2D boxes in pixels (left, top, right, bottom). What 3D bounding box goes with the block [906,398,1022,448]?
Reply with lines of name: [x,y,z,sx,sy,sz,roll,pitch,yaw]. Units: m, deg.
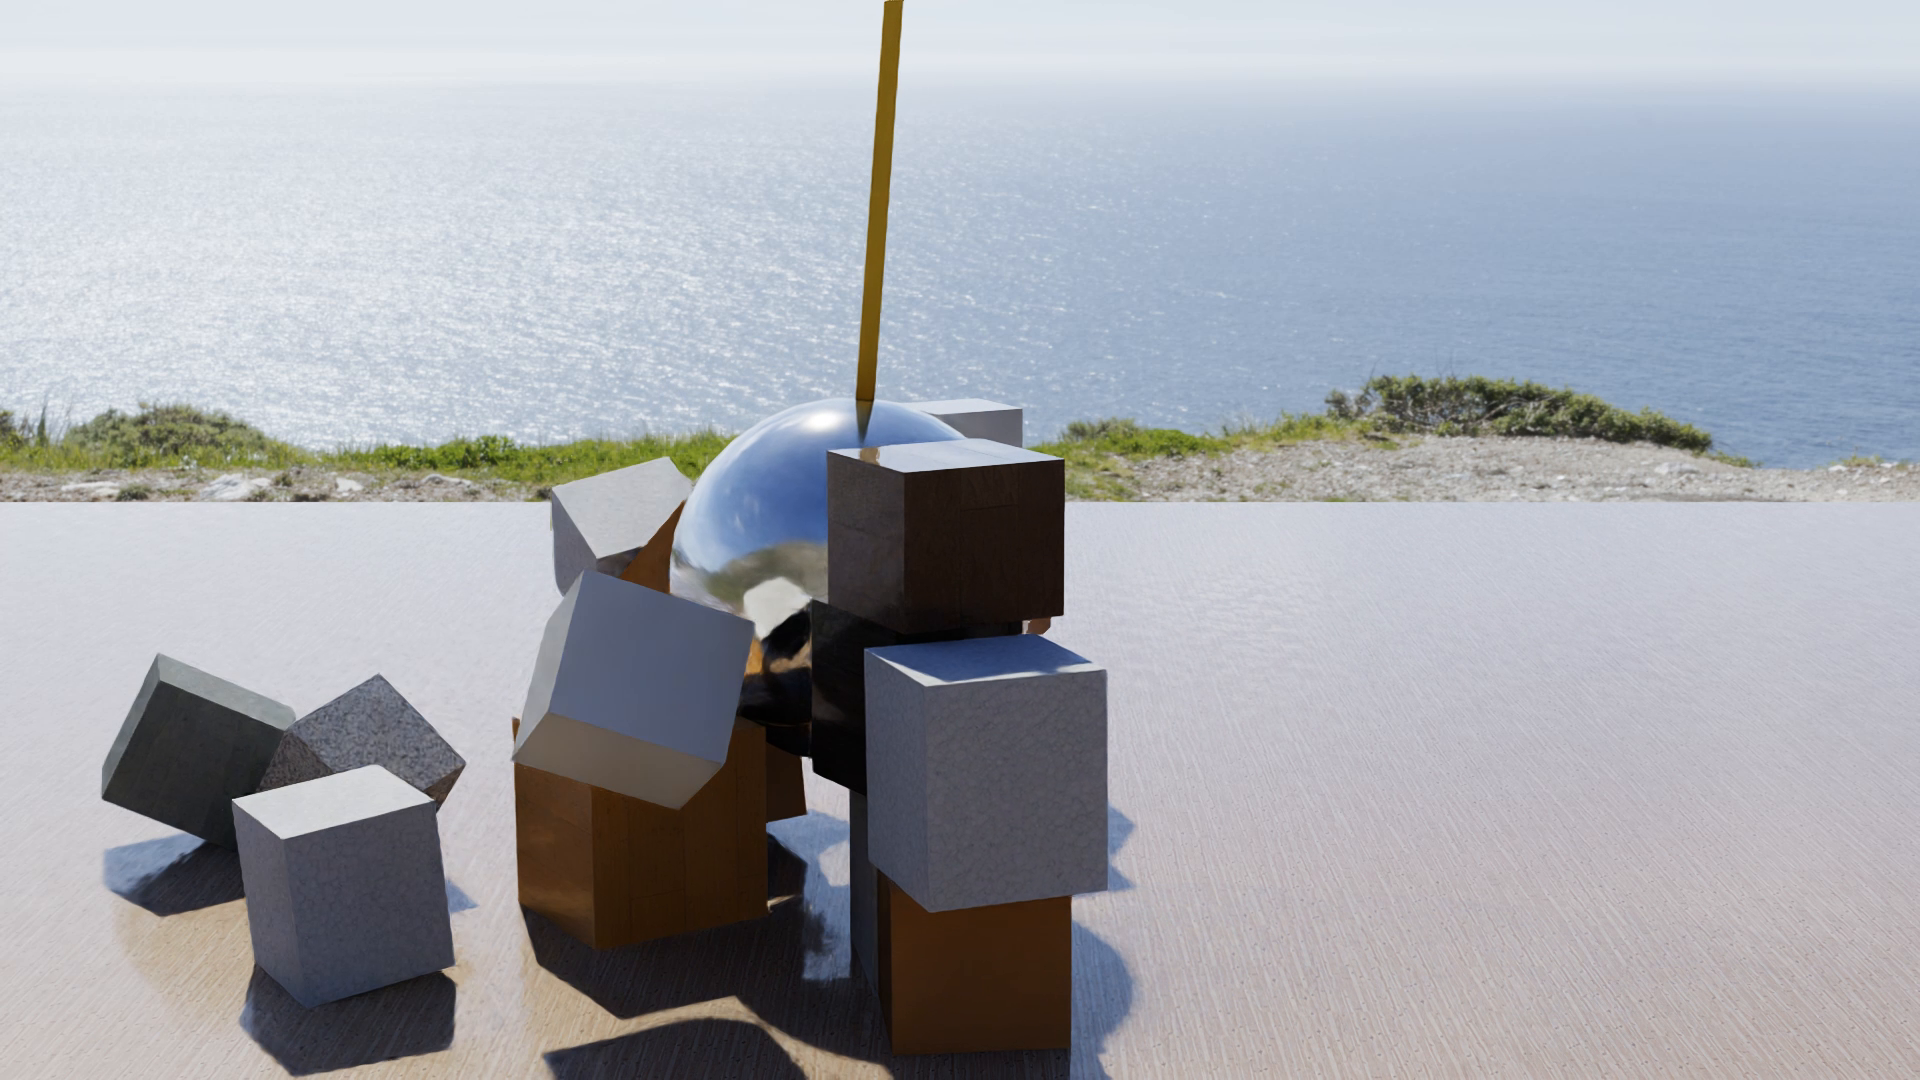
block: [-0.009,-0.458,12.741,0.474,0.416,0.456,-6,12,-28]

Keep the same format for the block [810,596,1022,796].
block: [-0.172,0.596,10.048,0.579,0.708,0.627,-7,12,-33]

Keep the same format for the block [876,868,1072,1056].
block: [0.044,1.502,9.583,0.655,0.612,0.631,-1,10,-6]

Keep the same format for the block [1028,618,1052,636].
block: [-0.001,0.114,12.996,0.748,0.800,0.850,3,11,15]

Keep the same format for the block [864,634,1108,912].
block: [0.088,0.825,9.296,0.677,0.808,0.686,-4,10,-19]

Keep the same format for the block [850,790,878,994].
block: [-0.052,1.306,10.250,0.696,0.762,0.729,-2,10,-9]

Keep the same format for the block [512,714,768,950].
block: [-1.355,1.166,10.860,0.803,0.821,0.756,-7,12,-33]

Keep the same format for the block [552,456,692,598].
block: [-1.683,0.080,13.270,0.650,0.661,0.616,-17,44,-24]

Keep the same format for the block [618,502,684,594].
block: [-1.222,0.374,12.775,0.712,0.696,0.659,28,19,-45]

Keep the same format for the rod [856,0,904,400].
rod: [-0.205,-3.160,10.606,0.080,5.200,0.080,4,10,-1]

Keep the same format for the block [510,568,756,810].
block: [-1.269,0.588,9.946,0.696,0.602,0.608,19,-28,-16]

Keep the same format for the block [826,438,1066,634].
block: [-0.059,-0.028,9.818,0.686,0.603,0.635,-6,12,-29]

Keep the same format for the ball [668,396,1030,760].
ball: [-0.473,0.174,11.212,1.600,1.600,1.600,0,10,0]

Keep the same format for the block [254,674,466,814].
block: [-2.649,1.054,11.334,0.574,0.516,0.556,44,39,9]

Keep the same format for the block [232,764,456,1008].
block: [-2.425,1.346,10.087,0.605,0.685,0.617,-13,16,-31]

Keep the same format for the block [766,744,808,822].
block: [-1.222,0.934,11.975,0.683,0.774,0.685,-7,3,-35]

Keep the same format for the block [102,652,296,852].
block: [-3.502,0.979,11.831,0.678,0.595,0.578,26,1,-20]
